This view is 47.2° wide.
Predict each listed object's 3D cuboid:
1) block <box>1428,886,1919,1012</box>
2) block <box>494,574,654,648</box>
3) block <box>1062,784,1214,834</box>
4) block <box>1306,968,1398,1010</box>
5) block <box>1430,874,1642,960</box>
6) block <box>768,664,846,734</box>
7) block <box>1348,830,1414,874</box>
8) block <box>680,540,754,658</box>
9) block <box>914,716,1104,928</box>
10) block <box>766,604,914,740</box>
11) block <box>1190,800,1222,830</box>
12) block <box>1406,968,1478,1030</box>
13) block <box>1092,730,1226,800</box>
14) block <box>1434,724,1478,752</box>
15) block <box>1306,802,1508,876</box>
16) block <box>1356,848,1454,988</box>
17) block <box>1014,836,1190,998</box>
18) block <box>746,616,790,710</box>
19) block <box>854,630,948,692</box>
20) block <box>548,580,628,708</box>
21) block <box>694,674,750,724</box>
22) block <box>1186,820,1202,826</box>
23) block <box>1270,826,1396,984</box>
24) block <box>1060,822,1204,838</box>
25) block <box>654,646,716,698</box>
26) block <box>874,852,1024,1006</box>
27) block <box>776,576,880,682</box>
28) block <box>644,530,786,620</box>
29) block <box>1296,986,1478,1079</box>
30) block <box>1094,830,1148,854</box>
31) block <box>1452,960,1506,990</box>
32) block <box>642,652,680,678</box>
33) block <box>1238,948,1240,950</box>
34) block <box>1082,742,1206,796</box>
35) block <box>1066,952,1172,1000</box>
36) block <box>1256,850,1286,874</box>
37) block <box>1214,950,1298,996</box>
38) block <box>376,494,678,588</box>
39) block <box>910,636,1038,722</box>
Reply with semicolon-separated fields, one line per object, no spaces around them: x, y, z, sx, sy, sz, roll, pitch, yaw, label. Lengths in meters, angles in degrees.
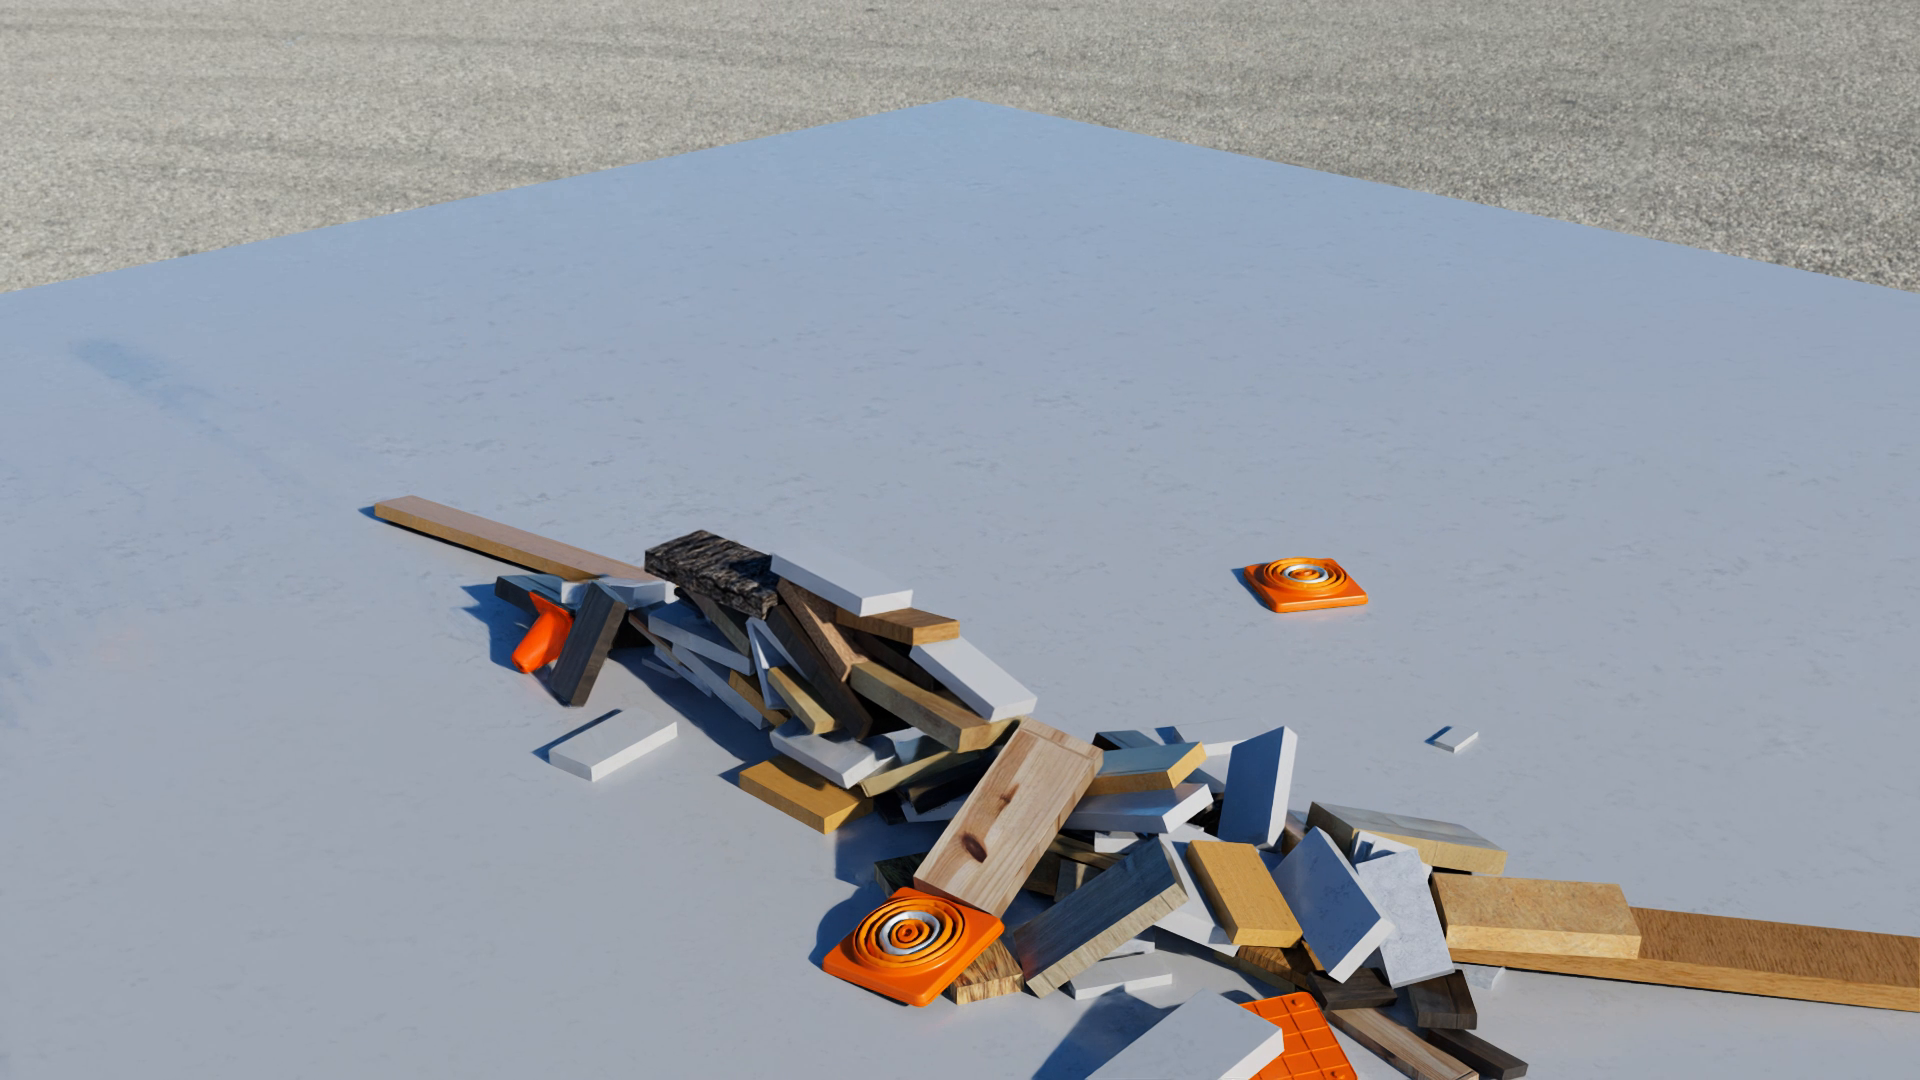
1.314;0.731;3.919;1.014;0.047;0.167;5;24;6;block
-0.916;0.167;5.249;0.426;0.048;0.170;21;15;41;block
0.288;0.507;4.191;0.127;0.036;0.422;-29;14;-36;block
0.678;0.777;3.807;0.145;0.021;0.072;2;35;-24;block
1.020;0.668;3.912;0.335;0.047;0.167;3;24;1;block
-0.304;0.325;4.544;0.103;0.029;0.206;-8;34;-32;block
0.747;0.649;3.969;0.112;0.223;0.032;18;-21;-1;block
-0.480;0.127;4.829;0.170;0.048;0.339;-14;41;-35;block
0.095;0.524;4.133;0.170;0.048;0.415;22;54;23;block
-0.233;0.260;4.550;0.175;0.050;0.351;-8;46;-42;block
0.546;0.542;4.355;0.164;0.082;0.023;0;55;-19;block
0.832;0.792;3.809;0.098;0.028;0.195;2;12;5;block
0.410;0.466;4.457;0.273;0.039;0.136;30;18;38;block
1.068;0.428;4.735;0.050;0.014;0.099;19;30;38;block
0.851;0.569;4.191;0.339;0.048;0.170;11;7;-20;block
0.781;0.664;3.864;0.112;0.032;0.223;-17;62;9;block
0.248;0.669;3.904;0.318;0.045;0.159;-35;23;8;block
-0.379;0.257;4.651;0.103;0.029;0.206;-1;61;-29;block
-0.092;0.233;4.466;0.122;0.035;0.244;-8;29;-43;block
-0.831;0.231;4.909;0.036;0.254;0.127;20;8;-38;block
-0.495;0.326;4.890;0.097;0.027;0.193;-21;47;-40;block
0.415;0.574;4.343;0.119;0.017;0.059;12;52;36;block
0.651;0.640;3.886;0.039;0.136;0.284;34;13;-28;block
0.335;0.563;4.300;0.252;0.036;0.126;12;15;37;block
-0.595;0.281;5.001;0.193;0.027;0.097;34;38;30;block
-0.026;0.706;4.050;0.126;0.036;0.447;-8;24;-19;block
-0.253;0.174;4.569;0.140;0.040;0.281;-5;46;-40;block
-0.494;0.072;4.742;0.351;0.050;0.176;20;27;34;block
0.723;0.843;3.747;0.076;0.021;0.355;-15;27;-32;block
0.315;0.523;4.313;0.098;0.028;0.417;1;13;4;block
0.893;0.759;3.945;0.151;0.021;0.076;13;26;28;block
-0.672;0.286;5.066;0.117;0.017;0.059;19;30;38;block
0.478;0.693;4.030;0.089;0.025;0.178;-11;25;-24;block
0.335;0.442;4.228;0.254;0.036;0.127;-11;15;41;block
0.279;0.775;3.909;0.180;0.021;0.072;-7;24;-15;block
0.674;0.664;4.067;0.318;0.045;0.159;13;24;5;block
0.554;0.754;3.950;0.178;0.025;0.089;20;30;39;block
-1.127;0.017;5.652;0.975;0.036;0.127;16;19;32;block
0.025;0.271;4.350;0.122;0.035;0.244;-9;36;-45;block
